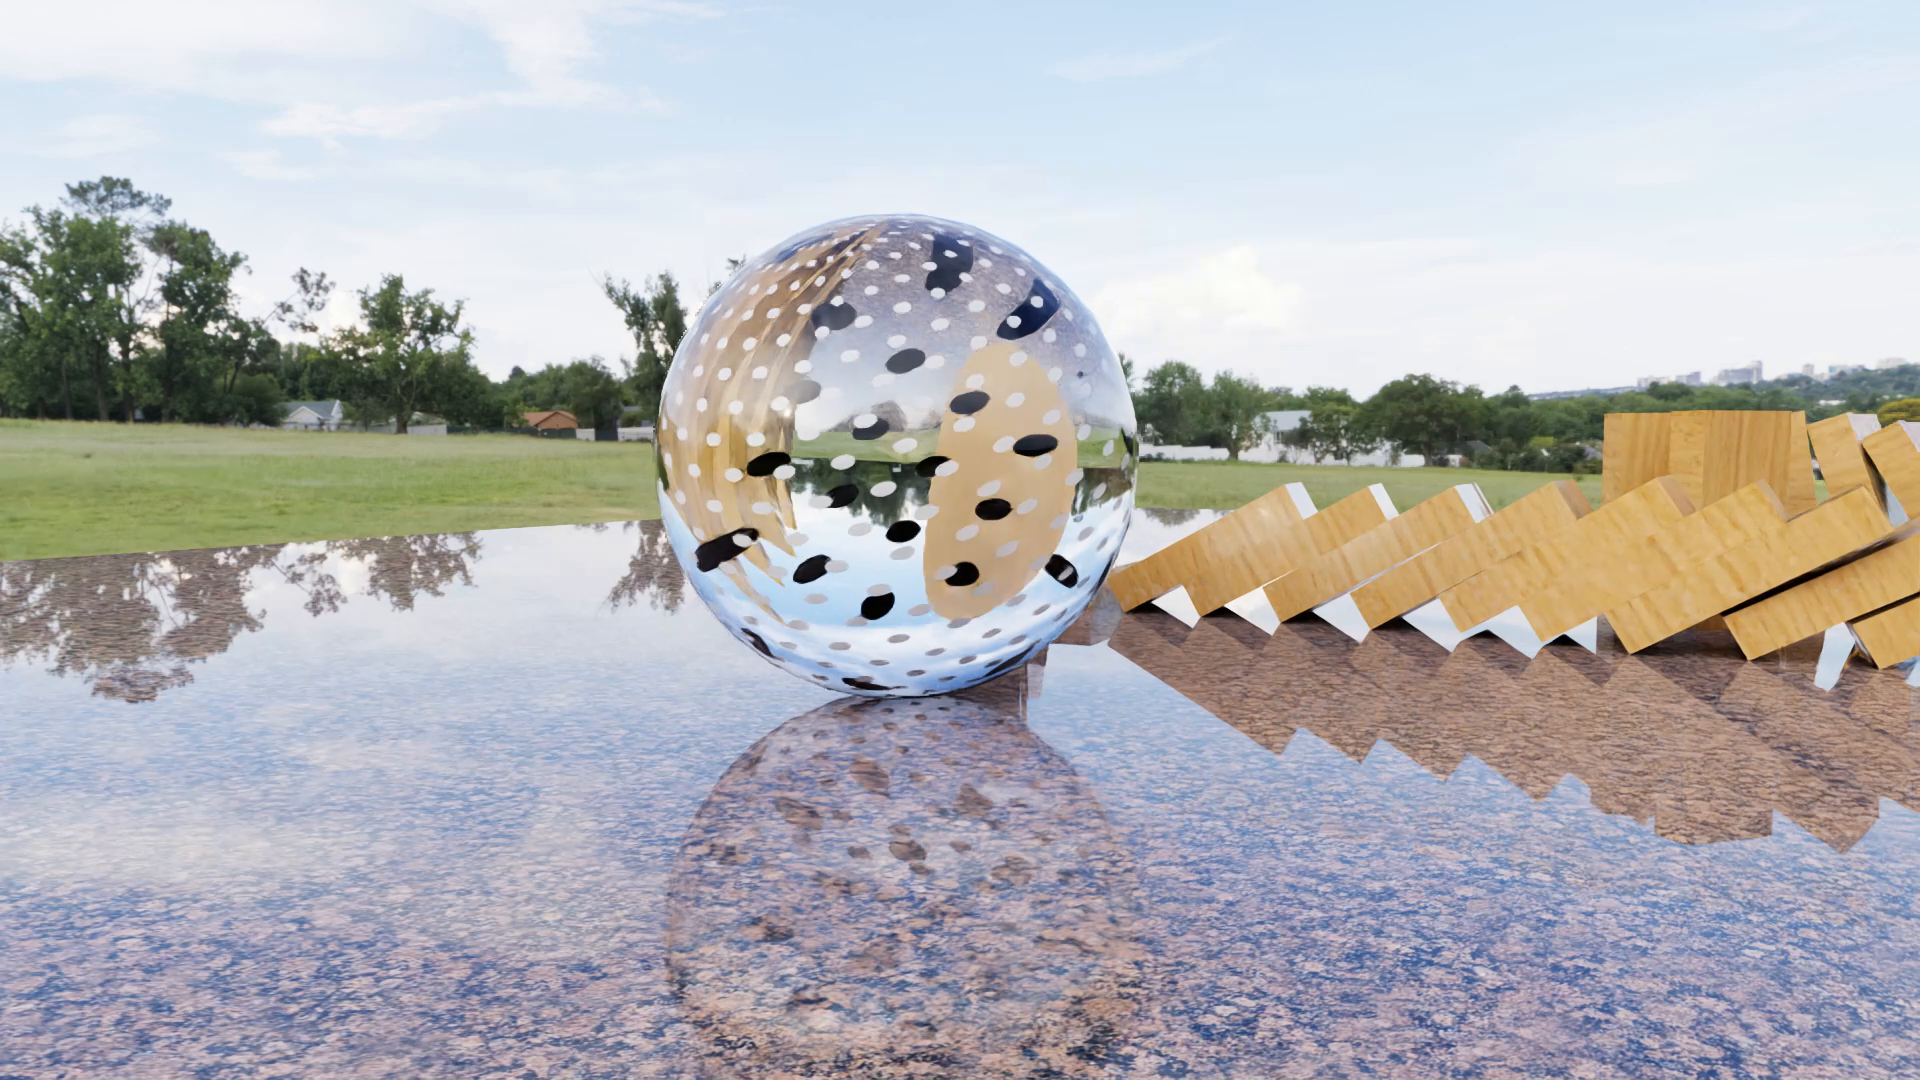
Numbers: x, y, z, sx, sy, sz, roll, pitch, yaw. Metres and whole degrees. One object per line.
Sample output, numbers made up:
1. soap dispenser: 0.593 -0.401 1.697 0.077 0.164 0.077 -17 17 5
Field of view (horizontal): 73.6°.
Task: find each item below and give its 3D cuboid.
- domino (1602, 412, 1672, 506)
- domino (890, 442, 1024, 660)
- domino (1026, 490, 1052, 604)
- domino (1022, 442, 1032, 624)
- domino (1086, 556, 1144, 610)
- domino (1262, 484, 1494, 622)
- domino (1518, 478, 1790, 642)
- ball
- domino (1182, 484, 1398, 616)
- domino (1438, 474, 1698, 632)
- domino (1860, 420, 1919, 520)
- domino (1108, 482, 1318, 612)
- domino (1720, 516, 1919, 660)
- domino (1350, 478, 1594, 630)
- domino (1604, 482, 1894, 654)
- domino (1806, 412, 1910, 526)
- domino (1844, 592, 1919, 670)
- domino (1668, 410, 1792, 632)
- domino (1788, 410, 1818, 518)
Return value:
1. domino: 0.174 -0.006 0.319 0.025 0.050 0.009 0 4 3
2. domino: 0.000 0.001 0.266 0.025 0.050 0.009 0 -39 4
3. domino: 0.010 0.002 0.340 0.025 0.010 0.050 -8 24 5
4. domino: 0.004 -0.003 0.317 0.025 0.050 0.009 0 -39 5
5. domino: 0.033 0.011 0.356 0.025 0.009 0.050 2 5 26
6. domino: 0.099 0.003 0.304 0.050 0.009 0.025 -32 -13 30
7. domino: 0.145 0.004 0.269 0.050 0.010 0.025 -36 -17 32
8. ball: -0.010 -0.014 0.215 0.080 0.080 0.080 0 4 0
9. domino: 0.082 0.002 0.317 0.050 0.010 0.025 -30 -9 24
10. domino: 0.132 0.003 0.280 0.050 0.010 0.025 -36 -17 32
11. domino: 0.249 -0.006 0.322 0.025 0.050 0.010 -1 -28 -34
12. domino: 0.064 0.002 0.325 0.050 0.009 0.025 -30 -9 23
13. domino: 0.178 0.007 0.253 0.050 0.010 0.025 -31 -11 26
14. domino: 0.116 0.003 0.292 0.050 0.010 0.025 -35 -16 31
15. domino: 0.158 0.006 0.258 0.050 0.010 0.025 -36 -16 31
16. domino: 0.238 -0.008 0.335 0.025 0.050 0.009 -4 -13 -40
17. domino: 0.196 0.007 0.243 0.050 0.009 0.025 -31 -8 27
18. domino: 0.178 -0.005 0.298 0.025 0.050 0.010 -1 4 -16
19. domino: 0.224 -0.009 0.344 0.009 0.050 0.025 -8 -1 32
